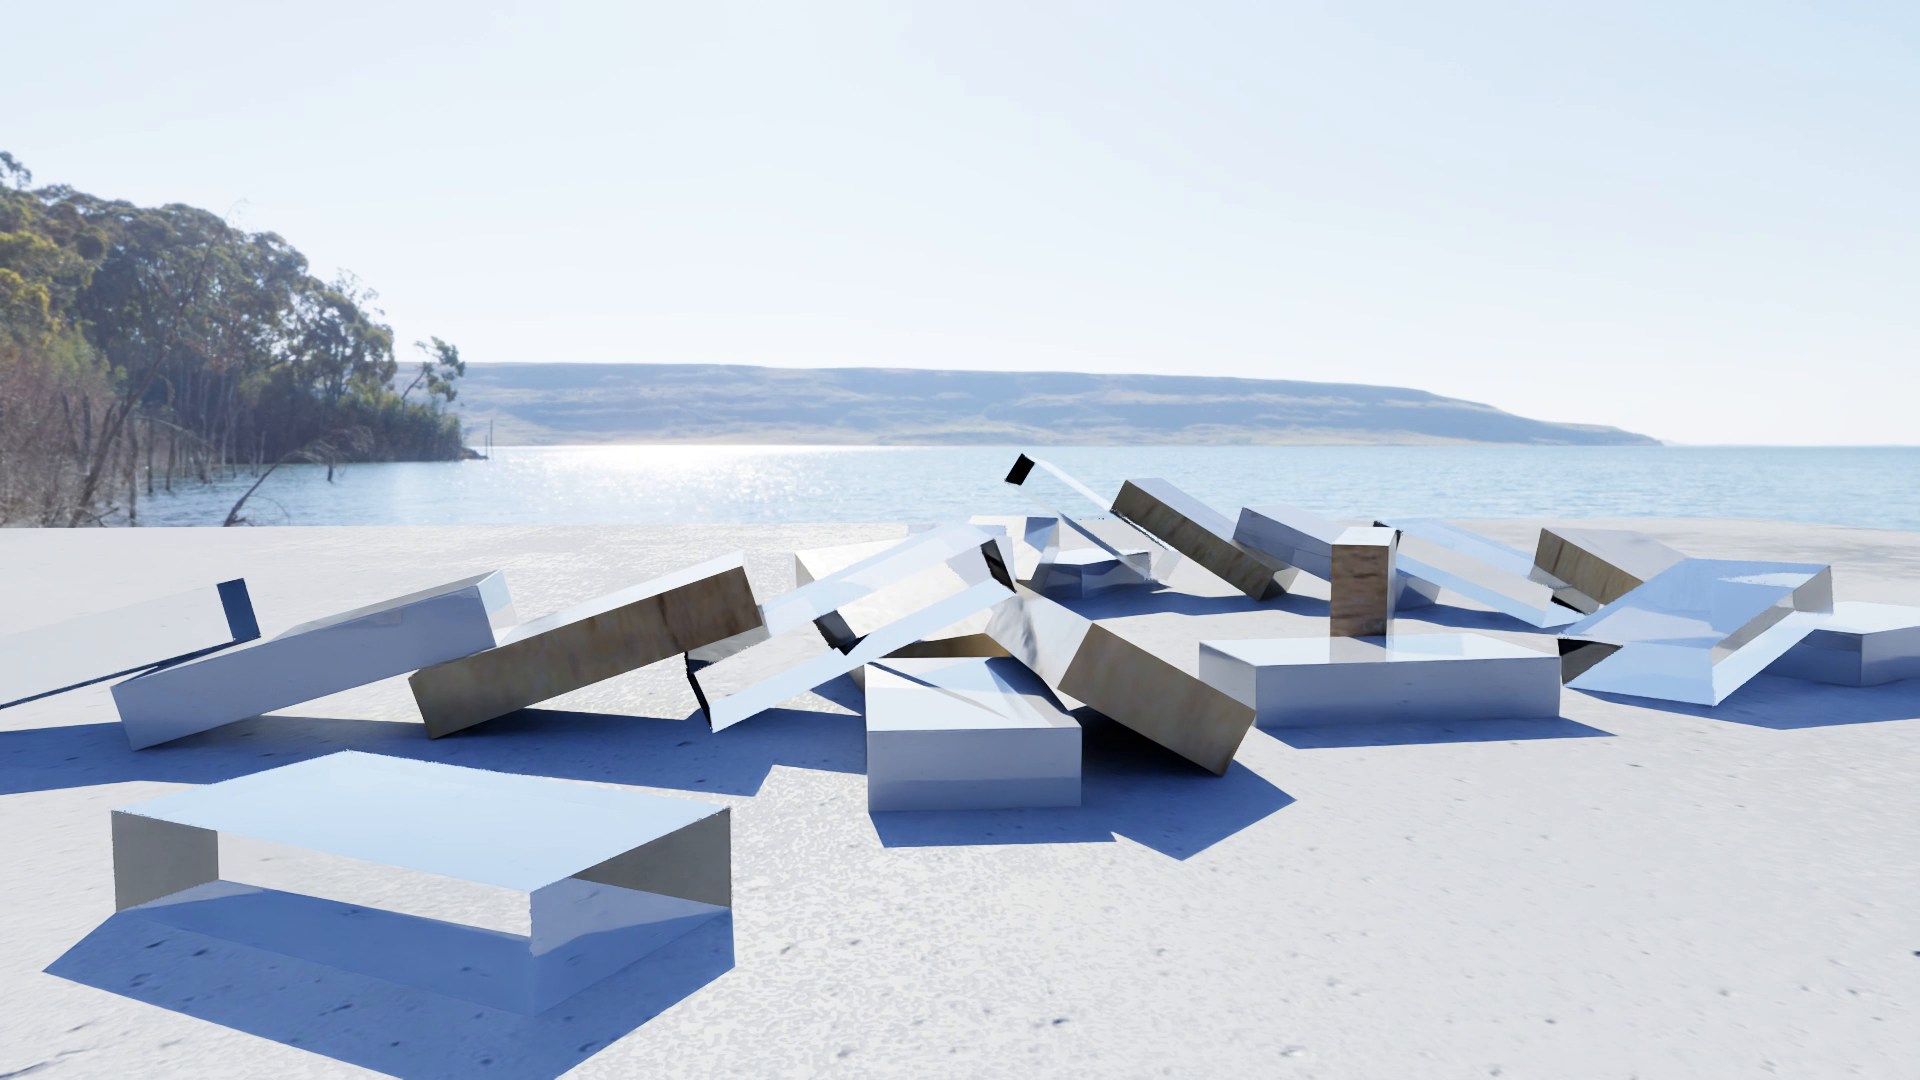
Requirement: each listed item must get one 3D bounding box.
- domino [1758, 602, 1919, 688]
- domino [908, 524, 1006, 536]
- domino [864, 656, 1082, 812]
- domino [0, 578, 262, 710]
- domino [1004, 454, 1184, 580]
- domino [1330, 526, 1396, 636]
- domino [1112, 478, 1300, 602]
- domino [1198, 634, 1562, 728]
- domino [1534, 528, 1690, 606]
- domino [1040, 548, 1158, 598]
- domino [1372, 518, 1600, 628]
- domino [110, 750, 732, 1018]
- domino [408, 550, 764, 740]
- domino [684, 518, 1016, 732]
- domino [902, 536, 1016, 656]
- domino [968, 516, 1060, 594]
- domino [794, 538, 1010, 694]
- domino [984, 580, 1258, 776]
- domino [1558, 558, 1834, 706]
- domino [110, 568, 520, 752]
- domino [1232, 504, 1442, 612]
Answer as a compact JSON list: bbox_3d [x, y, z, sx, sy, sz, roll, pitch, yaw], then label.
[{"bbox_3d":[0.172,0.019,0.247,0.050,0.010,0.025,-3,5,-31],"label":"domino"},{"bbox_3d":[-0.001,0.009,0.308,0.025,0.009,0.050,0,19,1],"label":"domino"},{"bbox_3d":[0.000,0.025,0.174,0.025,0.009,0.050,0,4,-5],"label":"domino"},{"bbox_3d":[-0.133,0.017,0.187,0.025,0.009,0.050,-7,9,46],"label":"domino"},{"bbox_3d":[0.039,-0.007,0.370,0.050,0.009,0.025,35,11,19],"label":"domino"},{"bbox_3d":[0.078,0.012,0.248,0.009,0.025,0.050,2,5,20],"label":"domino"},{"bbox_3d":[0.070,-0.001,0.366,0.050,0.009,0.025,35,21,25],"label":"domino"},{"bbox_3d":[0.067,0.022,0.208,0.050,0.010,0.025,-1,4,-9],"label":"domino"},{"bbox_3d":[0.157,0.010,0.292,0.025,0.010,0.050,2,18,-9],"label":"domino"},{"bbox_3d":[0.037,0.009,0.380,0.025,0.009,0.050,3,5,33],"label":"domino"},{"bbox_3d":[0.131,0.007,0.322,0.025,0.010,0.050,-3,21,-37],"label":"domino"},{"bbox_3d":[-0.049,0.029,0.117,0.050,0.010,0.025,2,5,25],"label":"domino"},{"bbox_3d":[-0.056,0.015,0.200,0.050,0.010,0.025,-19,8,-7],"label":"domino"},{"bbox_3d":[-0.018,0.012,0.204,0.050,0.010,0.025,-24,13,-9],"label":"domino"},{"bbox_3d":[-0.001,0.012,0.269,0.025,0.010,0.050,0,19,1],"label":"domino"},{"bbox_3d":[0.011,0.006,0.345,0.025,0.010,0.050,2,19,12],"label":"domino"},{"bbox_3d":[-0.012,0.013,0.235,0.025,0.009,0.050,-7,21,-19],"label":"domino"},{"bbox_3d":[0.021,0.018,0.186,0.025,0.010,0.050,29,-1,-10],"label":"domino"},{"bbox_3d":[0.132,0.015,0.229,0.050,0.009,0.025,-19,13,-35],"label":"domino"},{"bbox_3d":[-0.095,0.017,0.194,0.050,0.010,0.025,-16,7,-10],"label":"domino"},{"bbox_3d":[0.102,0.004,0.348,0.050,0.009,0.025,28,22,38],"label":"domino"}]
